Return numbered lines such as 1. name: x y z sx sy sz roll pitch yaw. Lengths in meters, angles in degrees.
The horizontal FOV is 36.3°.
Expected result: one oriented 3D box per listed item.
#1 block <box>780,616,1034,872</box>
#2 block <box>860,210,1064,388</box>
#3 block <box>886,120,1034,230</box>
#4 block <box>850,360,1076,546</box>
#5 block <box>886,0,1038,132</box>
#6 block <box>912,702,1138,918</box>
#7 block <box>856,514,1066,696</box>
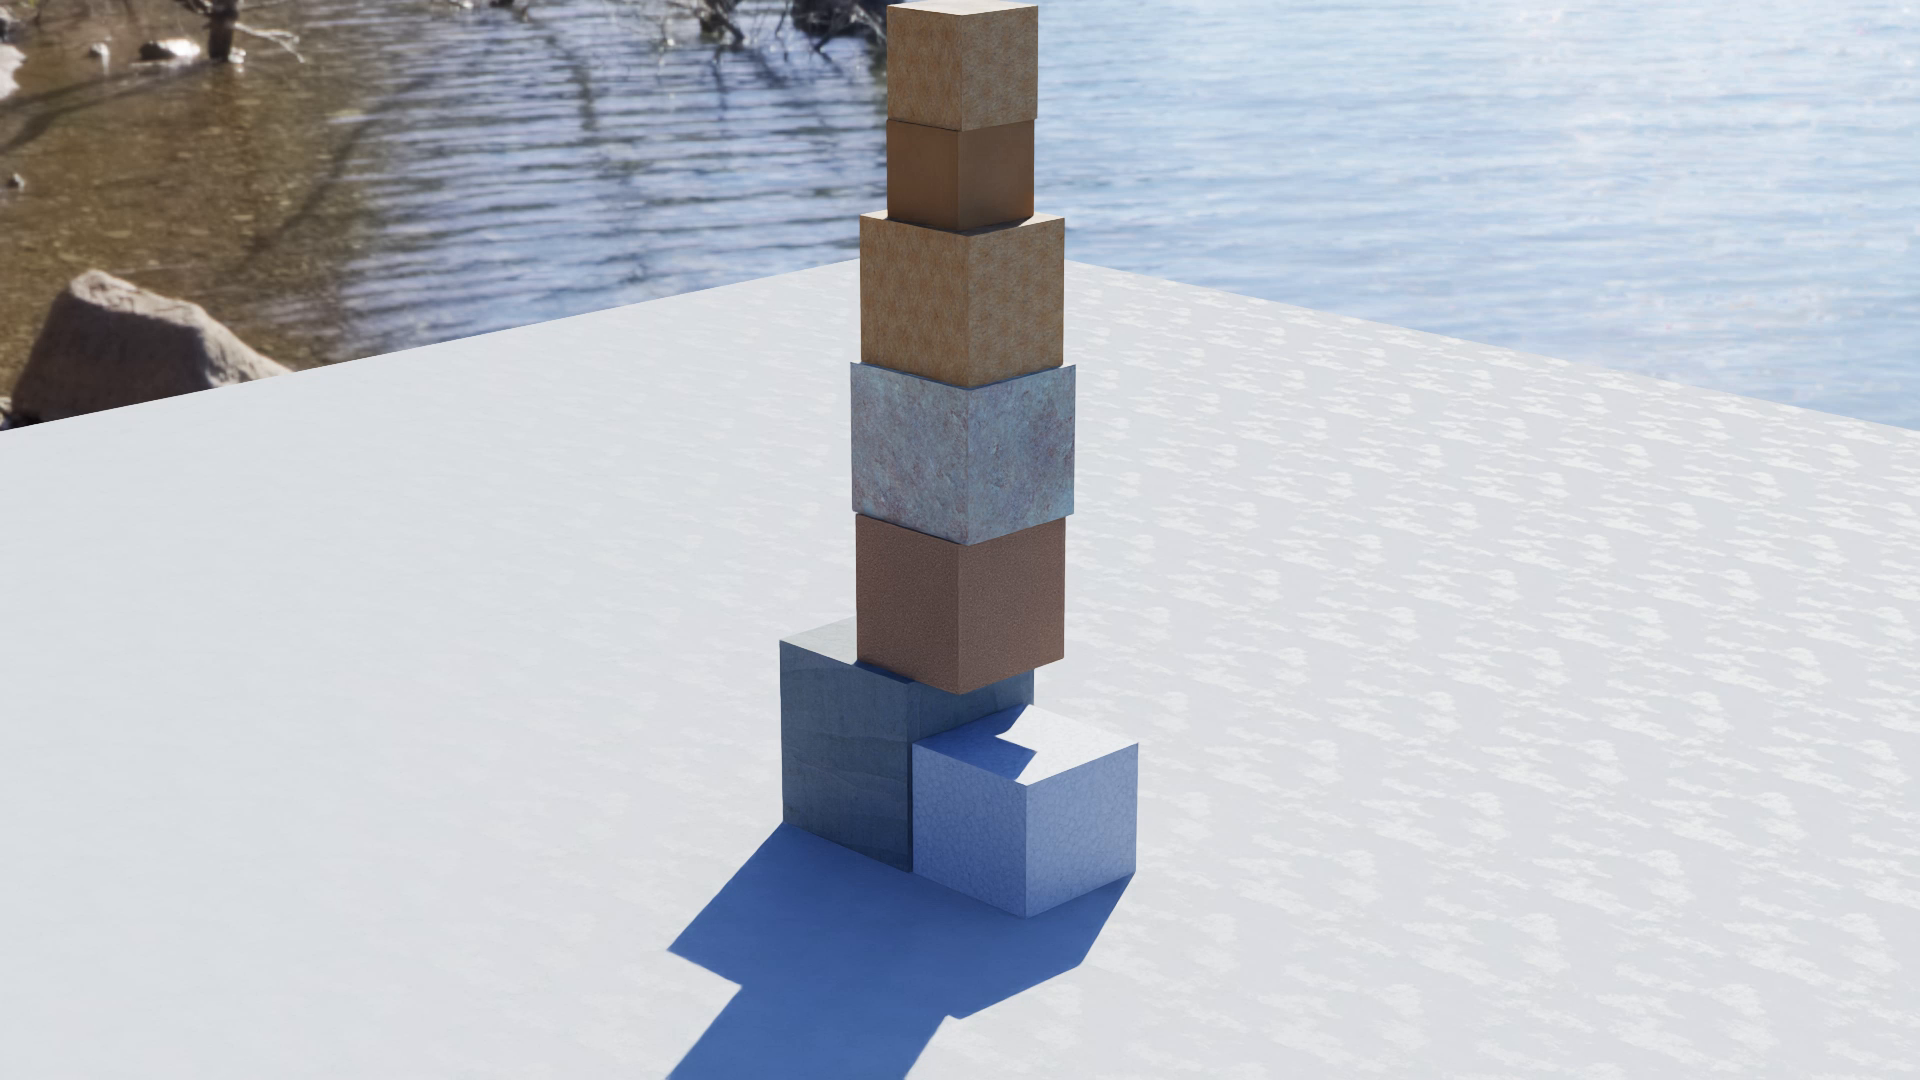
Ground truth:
1. block: -0.250 0.911 13.907 0.835 0.924 0.862 -17 24 -42
2. block: 0.008 -1.108 13.002 0.599 0.665 0.681 -17 24 -42
3. block: 0.003 -1.628 12.833 0.471 0.429 0.442 -17 24 -42
4. block: 0.013 -0.459 13.211 0.680 0.699 0.749 -17 24 -42
5. block: 0.011 -2.069 12.703 0.467 0.490 0.457 -17 24 -42
6. block: 0.297 1.223 13.391 0.732 0.638 0.719 -17 24 -42
7. block: 0.003 0.213 13.412 0.690 0.704 0.663 -17 24 -42
